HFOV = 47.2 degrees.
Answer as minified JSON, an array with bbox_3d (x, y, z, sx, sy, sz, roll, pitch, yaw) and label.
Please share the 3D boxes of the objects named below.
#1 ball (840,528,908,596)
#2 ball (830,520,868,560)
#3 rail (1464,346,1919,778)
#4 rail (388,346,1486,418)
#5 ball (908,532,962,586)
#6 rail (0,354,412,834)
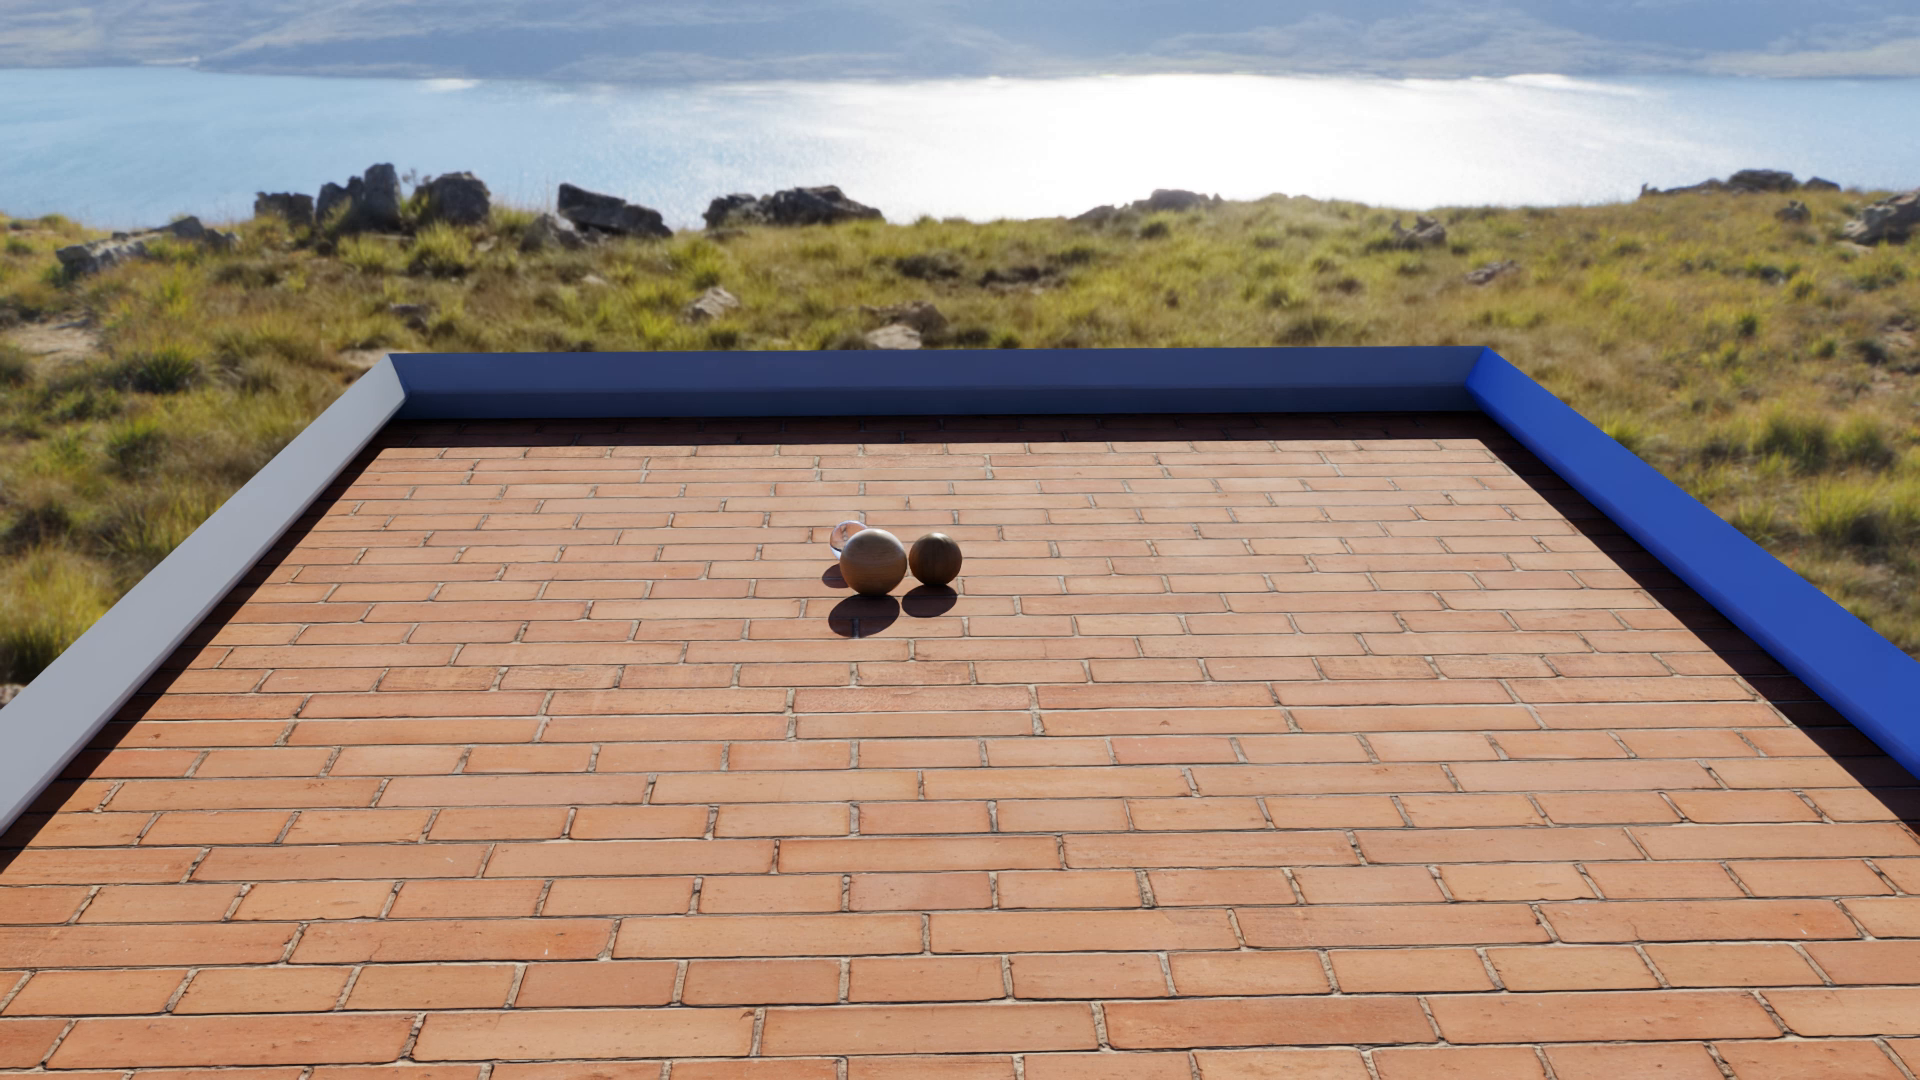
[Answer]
[{"bbox_3d":[-0.102,0.026,2.601,0.081,0.081,0.081,0,16,0],"label":"ball"},{"bbox_3d":[-0.135,0.002,2.730,0.054,0.054,0.054,0,16,0],"label":"ball"},{"bbox_3d":[0.882,0.206,1.938,0.045,0.105,3.345,-1,16,-2],"label":"rail"},{"bbox_3d":[-0.029,-0.246,3.491,1.753,0.105,0.045,-1,16,-2],"label":"rail"},{"bbox_3d":[-0.030,0.024,2.639,0.065,0.065,0.065,0,16,0],"label":"ball"},{"bbox_3d":[-0.823,0.223,1.880,0.045,0.105,3.345,-1,16,-2],"label":"rail"}]
